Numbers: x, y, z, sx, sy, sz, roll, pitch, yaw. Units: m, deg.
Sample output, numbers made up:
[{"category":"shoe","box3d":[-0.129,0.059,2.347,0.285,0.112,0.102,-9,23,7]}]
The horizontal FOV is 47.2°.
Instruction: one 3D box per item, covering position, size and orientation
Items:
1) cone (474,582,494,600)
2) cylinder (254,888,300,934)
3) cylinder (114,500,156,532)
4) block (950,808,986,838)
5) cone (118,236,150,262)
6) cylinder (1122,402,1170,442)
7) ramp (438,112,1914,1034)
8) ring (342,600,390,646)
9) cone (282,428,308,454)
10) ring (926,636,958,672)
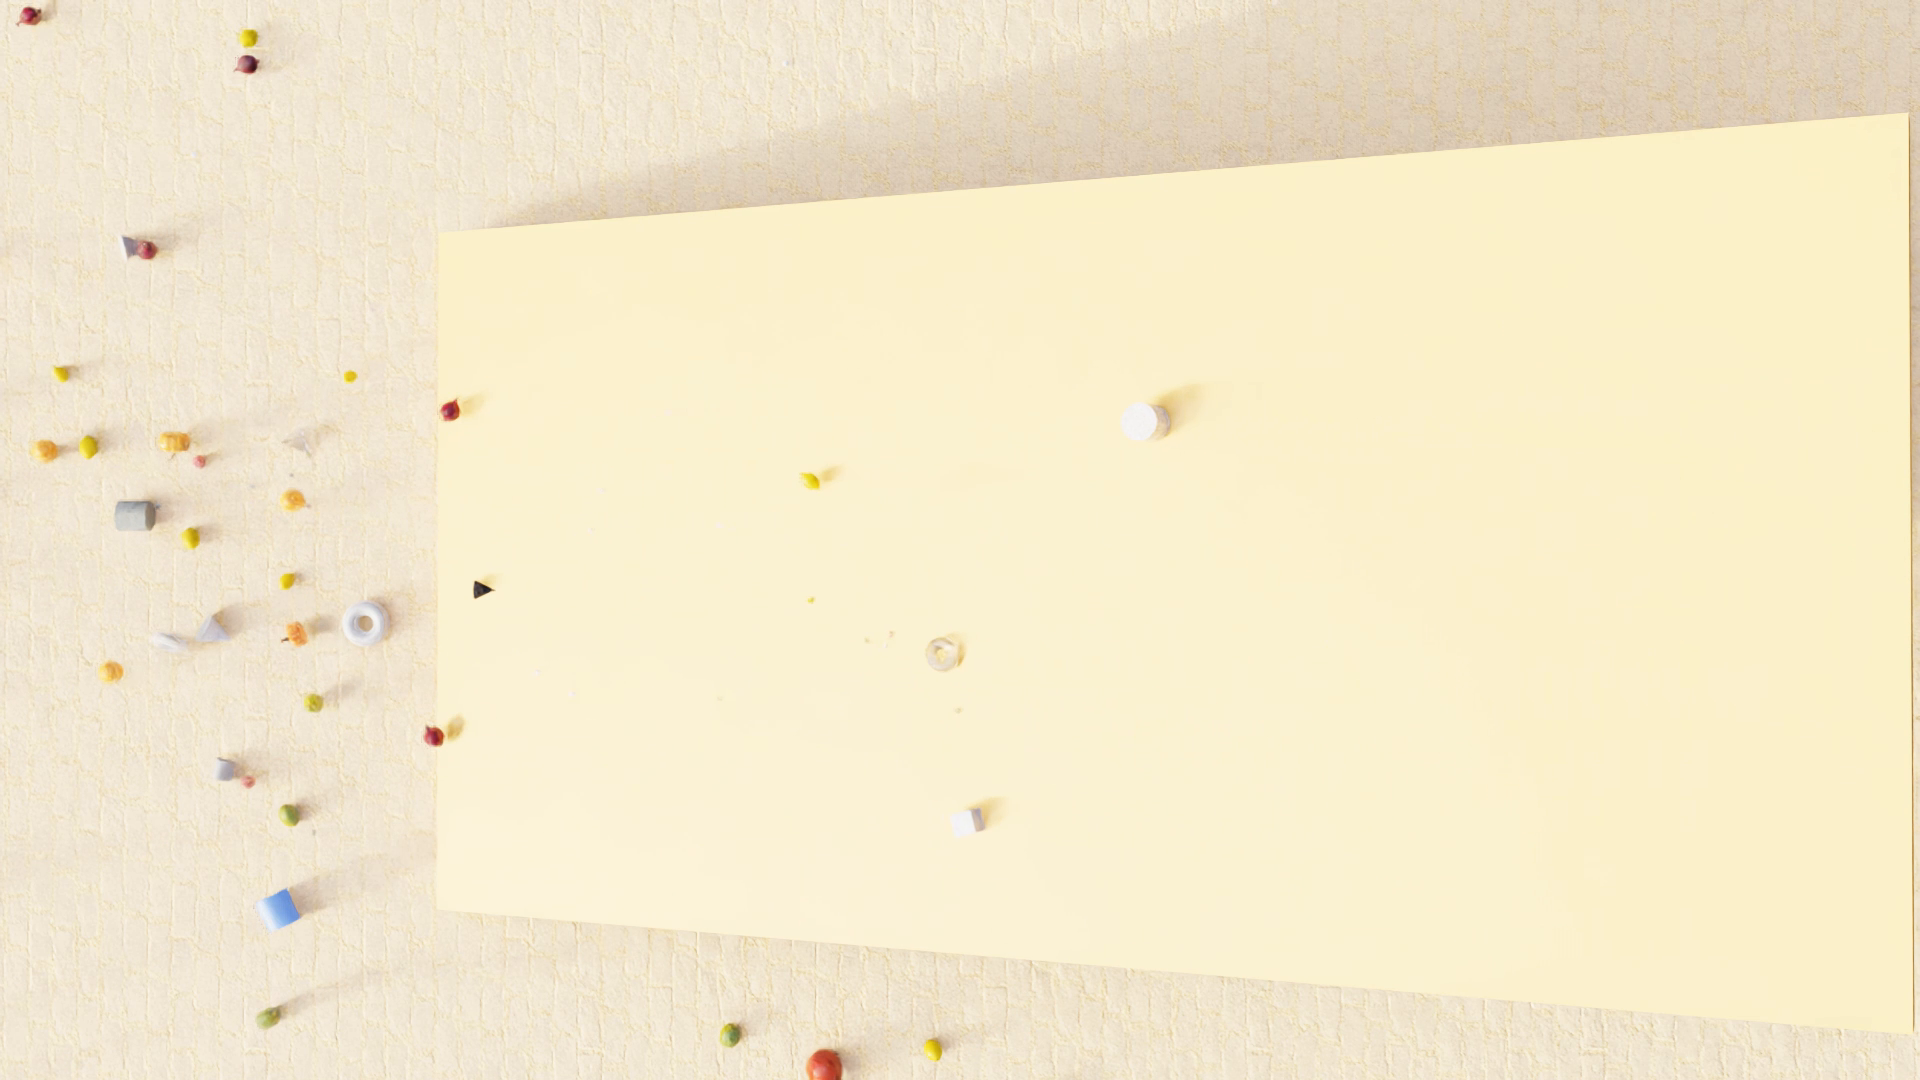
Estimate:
[{"category":"cone","box3d":[-1.386,0.146,6.412,0.057,0.057,0.057,-2,89,-8]},{"category":"cylinder","box3d":[-2.026,1.101,6.530,0.099,0.099,0.099,-25,90,0]},{"category":"cylinder","box3d":[-2.457,-0.070,6.550,0.090,0.090,0.090,2,89,0]},{"category":"block","box3d":[0.020,0.734,5.711,0.060,0.060,0.060,-18,82,24]},{"category":"cone","box3d":[-2.465,-0.879,6.585,0.082,0.082,0.082,-15,89,-27]},{"category":"cylinder","box3d":[0.463,-0.292,5.491,0.094,0.094,0.094,0,89,26]},{"category":"ramp","box3d":[0.281,0.081,5.682,4.000,0.100,2.000,0,89,26]},{"category":"ring","box3d":[-1.774,0.249,6.568,0.140,0.047,0.140,0,91,0]},{"category":"cone","box3d":[-1.975,-0.285,6.580,0.072,0.072,0.072,-36,116,0]},{"category":"ring","box3d":[-0.047,0.300,5.764,0.095,0.032,0.095,2,94,27]}]
